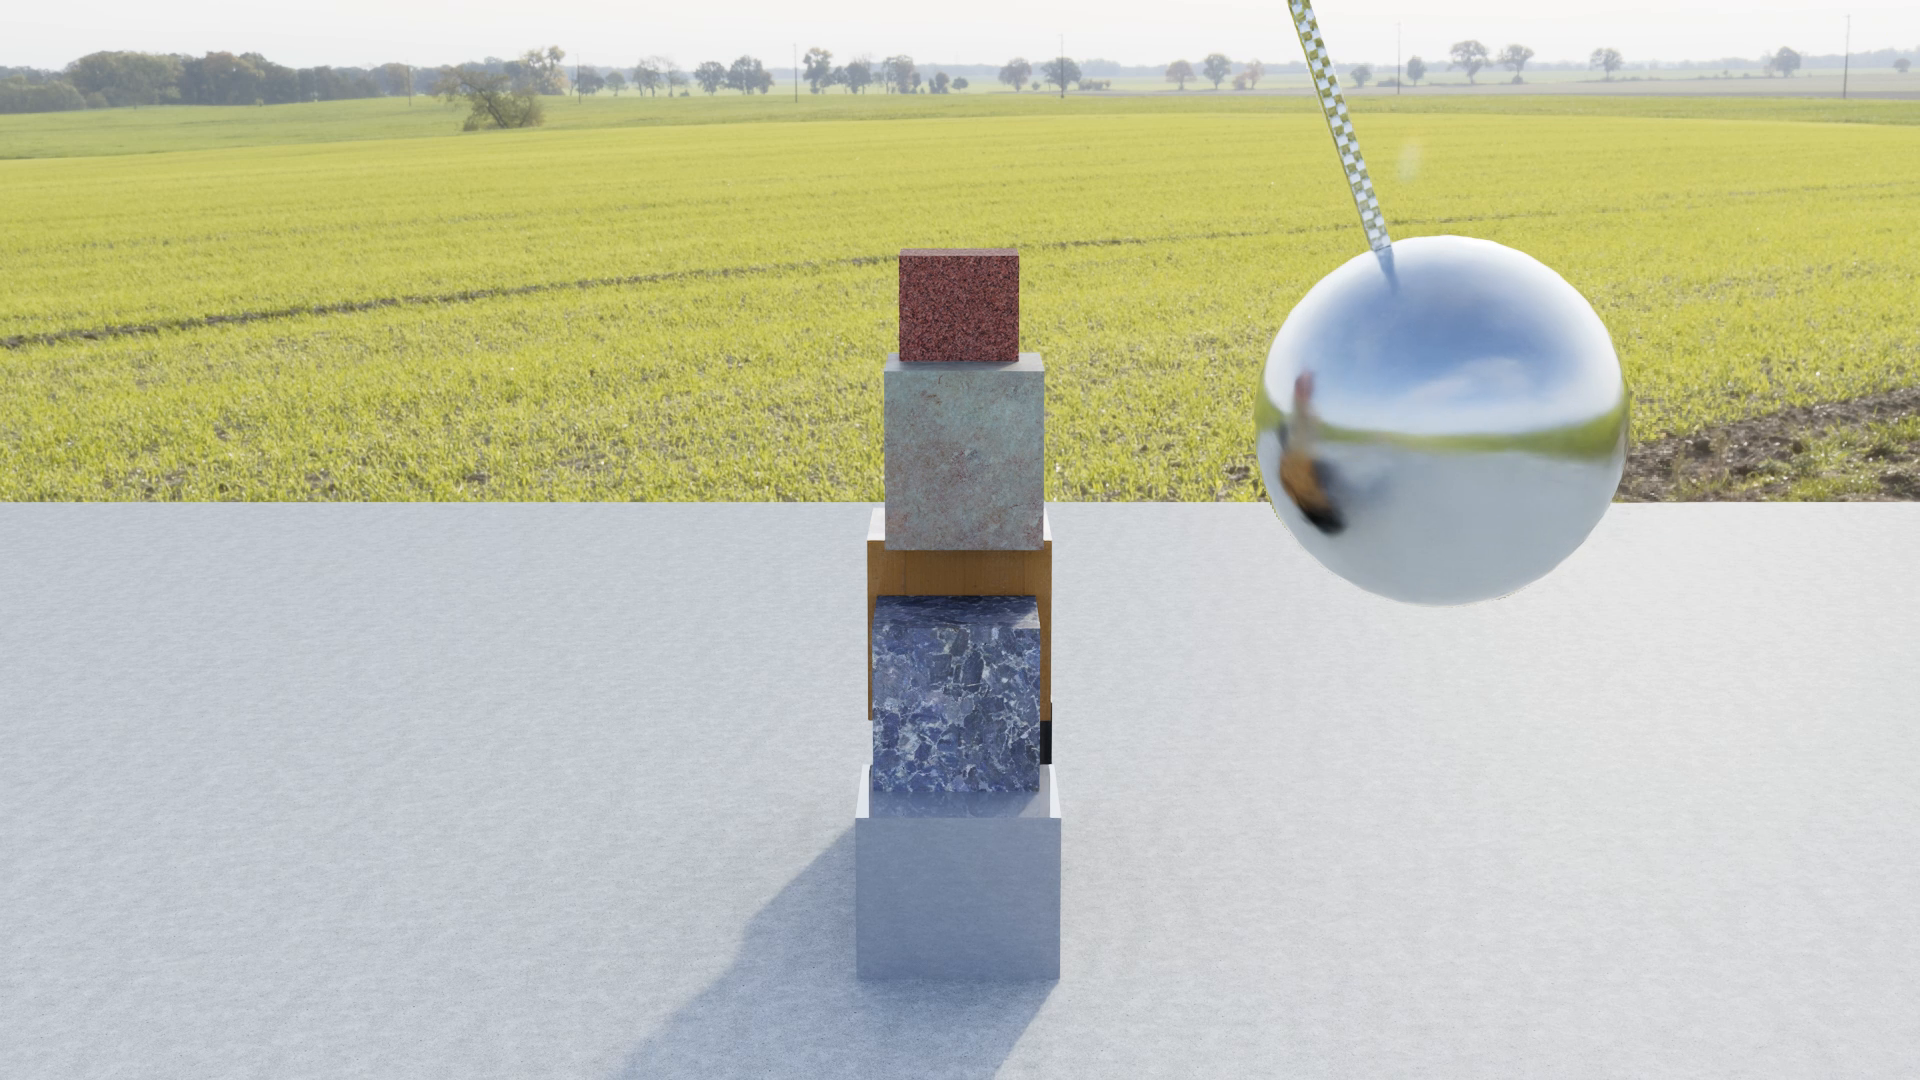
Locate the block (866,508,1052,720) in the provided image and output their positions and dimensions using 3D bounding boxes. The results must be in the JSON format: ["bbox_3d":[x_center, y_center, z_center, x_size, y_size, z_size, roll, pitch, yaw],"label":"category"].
[{"bbox_3d":[-0.002,0.313,11.292,0.781,0.784,0.815,0,10,0],"label":"block"}]

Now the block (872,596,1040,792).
[{"bbox_3d":[-0.015,0.623,10.590,0.669,0.671,0.657,0,10,0],"label":"block"}]

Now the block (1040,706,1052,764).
[{"bbox_3d":[0.017,1.030,11.719,0.779,0.780,0.739,0,10,0],"label":"block"}]

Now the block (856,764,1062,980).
[{"bbox_3d":[-0.006,1.332,10.403,0.800,0.657,0.778,0,10,0],"label":"block"}]

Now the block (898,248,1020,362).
[{"bbox_3d":[-0.004,-1.012,10.996,0.505,0.444,0.461,0,10,0],"label":"block"}]

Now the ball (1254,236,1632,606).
[{"bbox_3d":[2.074,-0.512,11.087,1.600,1.600,1.600,0,10,0],"label":"ball"}]

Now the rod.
[{"bbox_3d":[0.899,-3.651,10.517,0.080,5.200,0.080,-20,10,4],"label":"rod"}]

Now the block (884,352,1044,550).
[{"bbox_3d":[0.018,-0.385,10.865,0.655,0.743,0.692,0,10,0],"label":"block"}]
